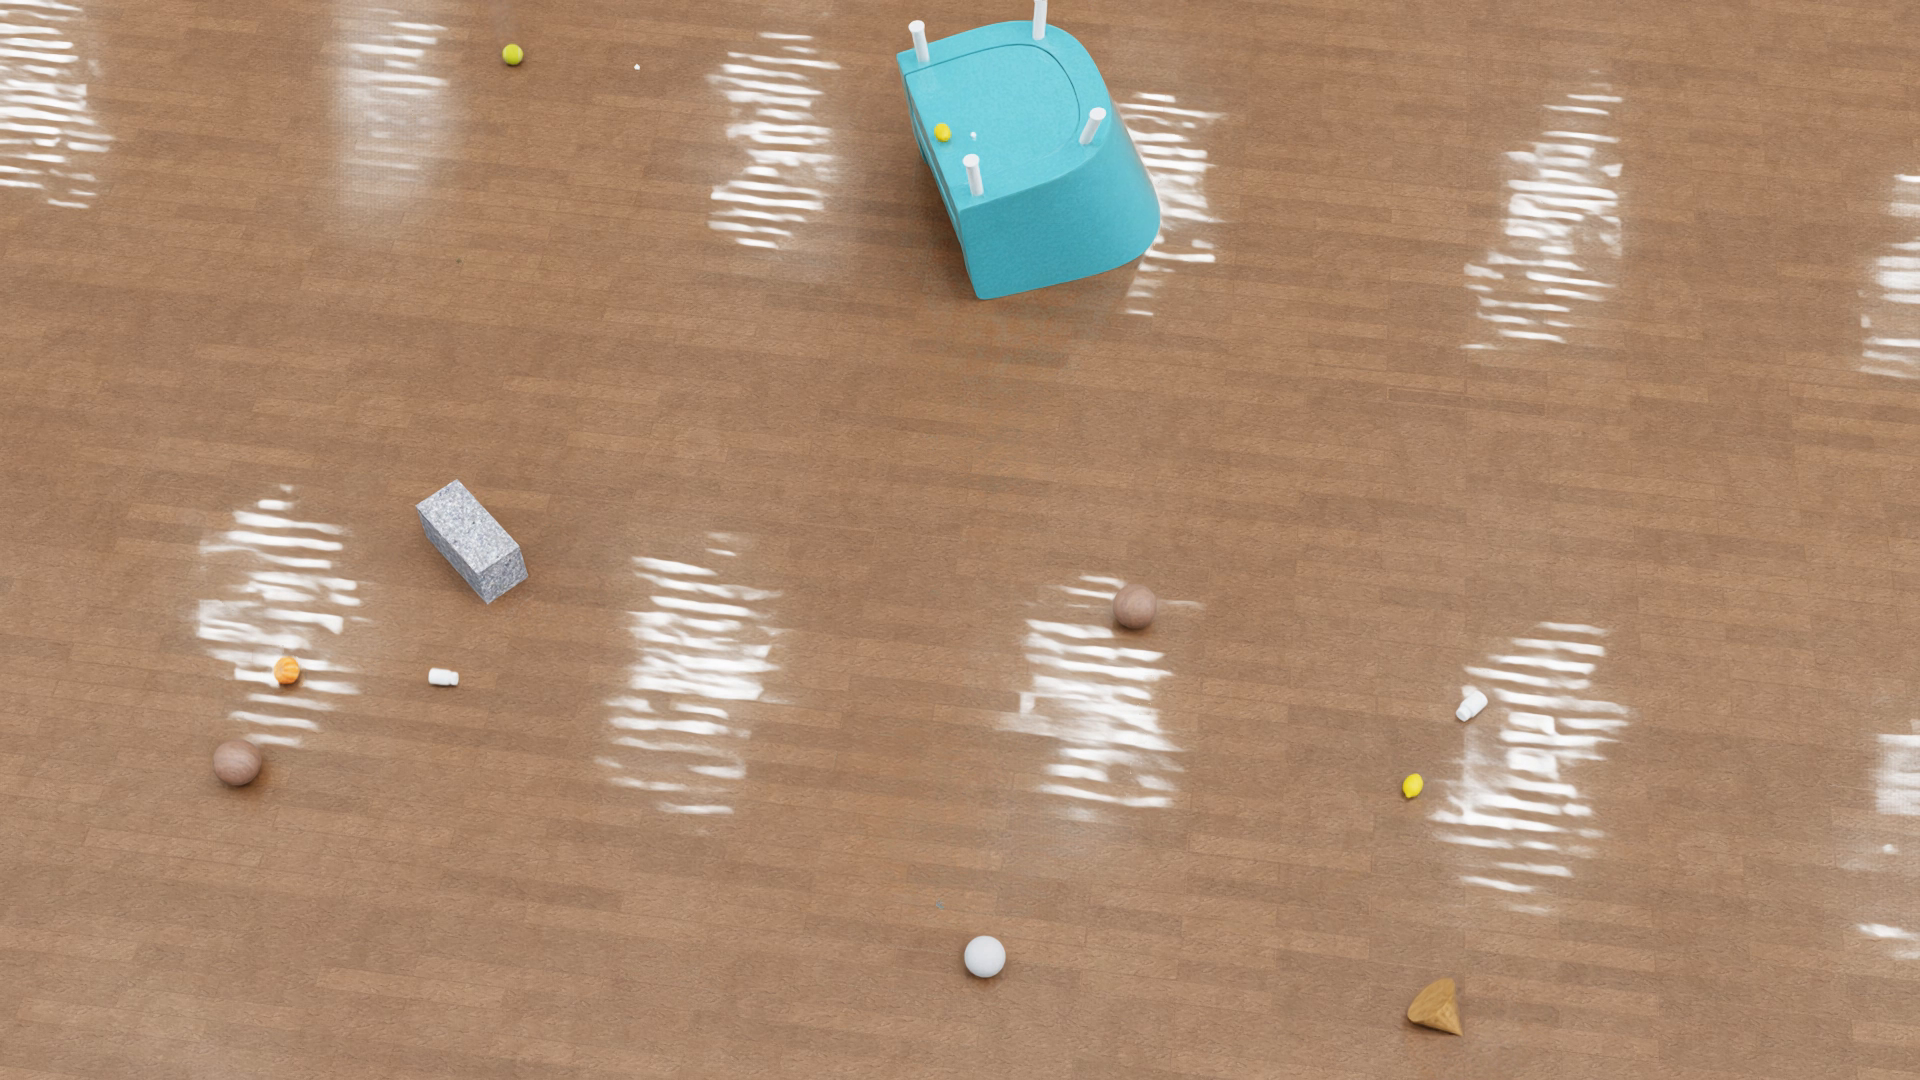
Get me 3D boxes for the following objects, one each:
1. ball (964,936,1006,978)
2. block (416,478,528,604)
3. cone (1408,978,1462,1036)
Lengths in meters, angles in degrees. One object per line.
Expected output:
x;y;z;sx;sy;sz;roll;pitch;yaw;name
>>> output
0.065;1.094;5.775;0.109;0.109;0.109;0;56;0;ball
-1.436;0.004;6.473;0.147;0.163;0.318;-36;63;-22;block
1.263;1.239;5.703;0.130;0.149;0.163;49;27;-7;cone
